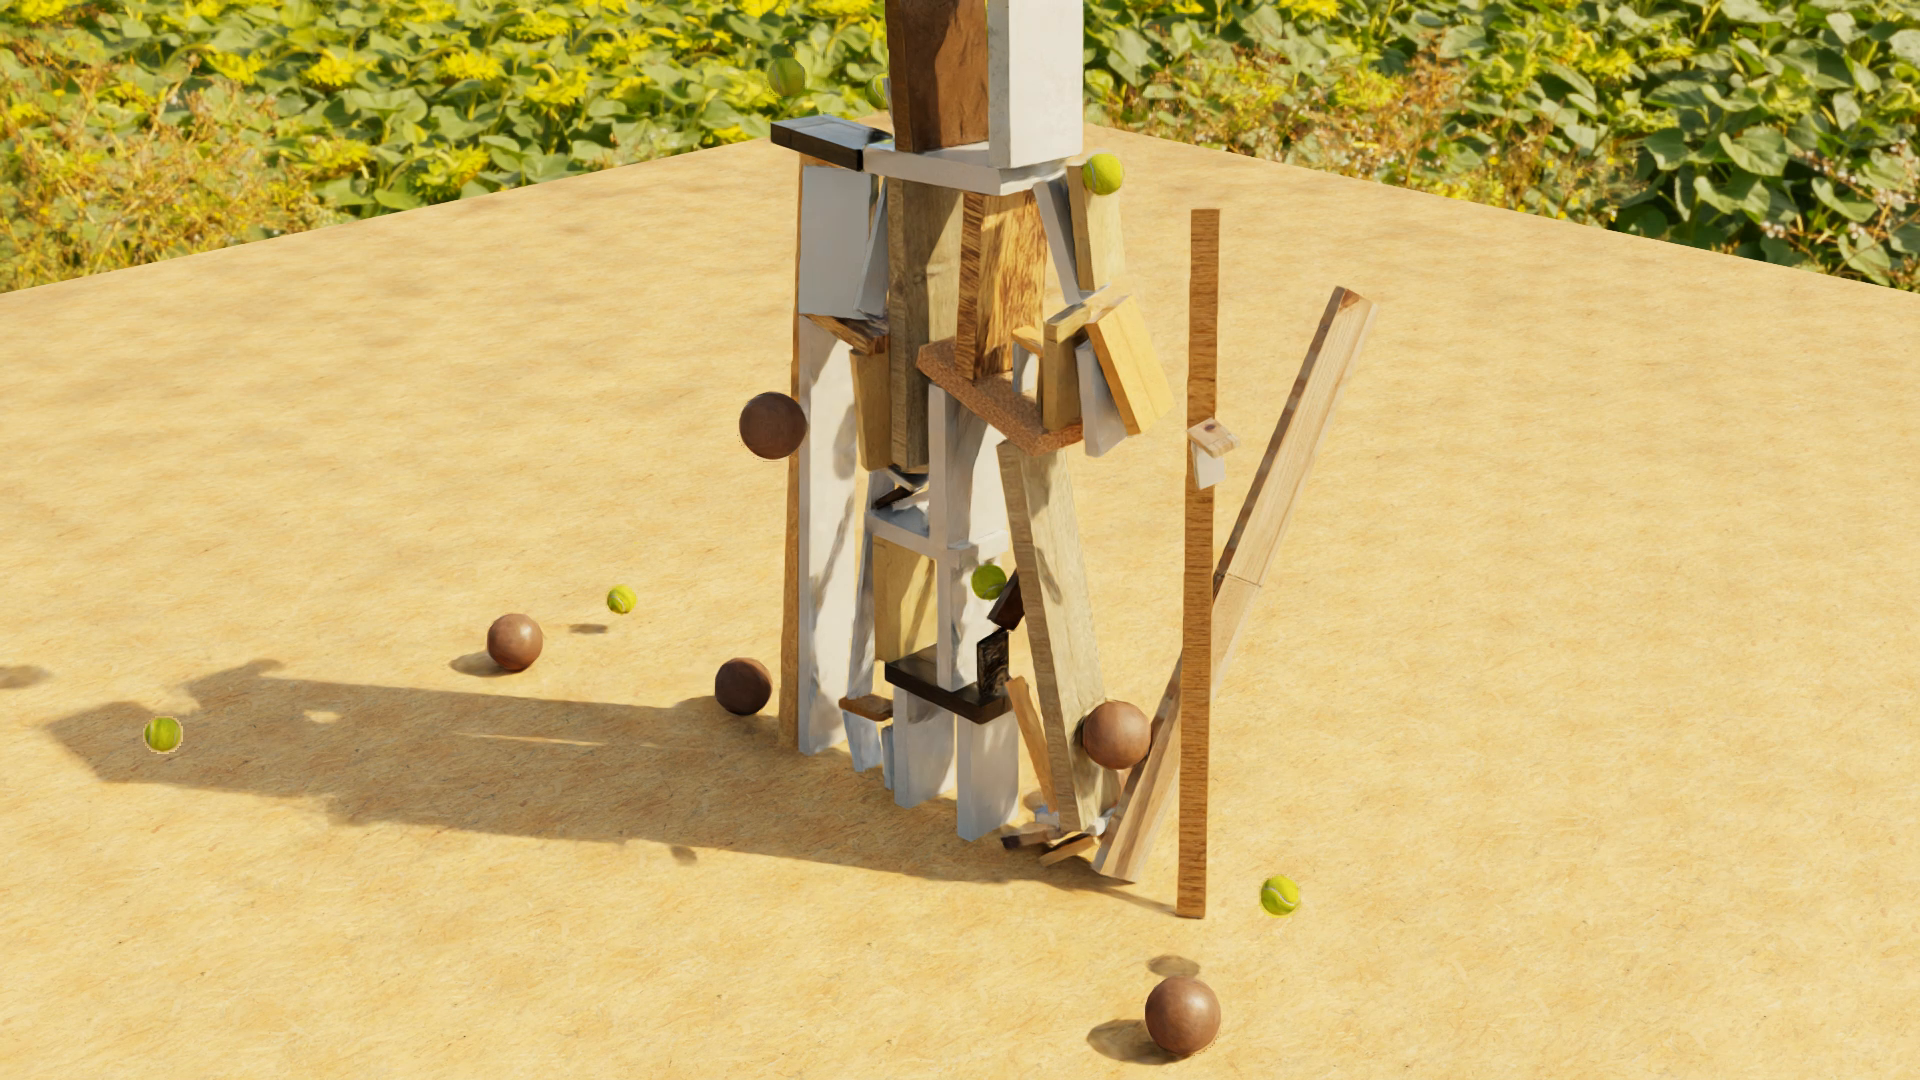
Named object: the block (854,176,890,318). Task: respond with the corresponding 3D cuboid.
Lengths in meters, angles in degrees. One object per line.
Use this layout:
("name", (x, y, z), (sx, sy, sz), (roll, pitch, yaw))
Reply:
("block", (-0.120, -0.646, 4.095), (0.057, 0.466, 0.016), (16, -4, -40))

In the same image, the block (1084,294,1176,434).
("block", (0.297, -0.305, 3.822), (0.031, 0.217, 0.108), (-2, 29, 46))

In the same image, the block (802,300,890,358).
("block", (-0.191, -0.426, 4.203), (0.122, 0.035, 0.245), (-23, 37, -28))

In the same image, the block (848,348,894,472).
("block", (-0.137, -0.260, 4.198), (0.122, 0.245, 0.035), (-16, 31, -18))

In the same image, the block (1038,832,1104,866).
("block", (0.229, 0.584, 4.239), (0.157, 0.022, 0.078), (-31, -3, 43))

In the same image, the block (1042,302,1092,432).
("block", (0.187, -0.304, 3.859), (0.029, 0.206, 0.103), (21, 38, 31))

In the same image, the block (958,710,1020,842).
("block", (0.056, 0.449, 4.355), (0.135, 0.271, 0.038), (-21, 31, -41))

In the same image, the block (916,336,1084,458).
("block", (0.086, -0.272, 4.007), (0.160, 0.045, 0.320), (-21, 48, -40))

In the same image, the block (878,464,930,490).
("block", (-0.116, -0.137, 4.267), (0.109, 0.015, 0.054), (36, 42, 28))

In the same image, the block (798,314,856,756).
("block", (-0.272, -0.005, 4.508), (0.122, 0.986, 0.035), (-22, 35, -39))

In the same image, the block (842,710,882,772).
("block", (-0.203, 0.413, 4.617), (0.067, 0.133, 0.019), (-20, 12, -39))

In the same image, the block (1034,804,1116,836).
("block", (0.227, 0.529, 4.223), (0.157, 0.022, 0.078), (6, 23, 43))

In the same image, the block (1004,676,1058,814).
("block", (0.146, 0.389, 4.205), (0.019, 0.263, 0.066), (-19, -1, 18))

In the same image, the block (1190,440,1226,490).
("block", (0.436, -0.142, 3.862), (0.052, 0.104, 0.015), (-22, 40, -12))

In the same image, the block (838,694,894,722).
("block", (-0.186, 0.345, 4.572), (0.067, 0.019, 0.133), (-19, 22, -37))

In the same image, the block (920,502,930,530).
("block", (-0.029, -0.080, 4.213), (0.064, 0.128, 0.018), (-21, 56, -40))

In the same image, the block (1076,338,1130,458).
("block", (0.253, -0.260, 3.862), (0.029, 0.206, 0.103), (15, 36, 35))

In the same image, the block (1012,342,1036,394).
("block", (0.116, -0.316, 3.955), (0.013, 0.094, 0.047), (23, 34, 39))

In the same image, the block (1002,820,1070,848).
("block", (0.162, 0.568, 4.300), (0.157, 0.022, 0.078), (-18, 5, 46))

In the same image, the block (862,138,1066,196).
("block", (0.006, -0.675, 3.927), (0.341, 0.048, 0.171), (18, 29, 41))

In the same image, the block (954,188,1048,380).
("block", (0.076, -0.471, 3.939), (0.171, 0.341, 0.048), (-21, 35, -40))

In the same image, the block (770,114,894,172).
("block", (-0.225, -0.758, 4.185), (0.138, 0.039, 0.275), (-17, 30, -37))

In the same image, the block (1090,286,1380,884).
("block", (0.520, 0.091, 4.156), (0.103, 1.188, 0.029), (20, 4, -39))

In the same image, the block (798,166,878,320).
("block", (-0.229, -0.559, 4.128), (0.138, 0.275, 0.039), (8, 14, 20))

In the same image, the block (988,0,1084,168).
("block", (0.129, -0.825, 3.737), (0.179, 0.358, 0.051), (-19, 27, -40))

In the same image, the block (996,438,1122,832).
("block", (0.188, 0.163, 4.090), (0.045, 0.758, 0.160), (1, 19, 33))

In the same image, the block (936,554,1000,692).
("block", (0.017, 0.149, 4.274), (0.135, 0.269, 0.038), (-21, 31, -40))

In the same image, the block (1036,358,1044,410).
("block", (0.159, -0.282, 3.922), (0.047, 0.095, 0.013), (-19, 32, -41))

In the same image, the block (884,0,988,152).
("block", (-0.039, -0.880, 3.894), (0.179, 0.358, 0.051), (-16, 22, -31))

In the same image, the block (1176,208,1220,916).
("block", (0.446, 0.039, 4.116), (0.052, 1.322, 0.015), (1, -2, 12))

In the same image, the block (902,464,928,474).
("block", (-0.048, -0.142, 4.211), (0.064, 0.018, 0.128), (-19, 14, -38))

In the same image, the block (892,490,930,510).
("block", (-0.067, -0.084, 4.277), (0.128, 0.018, 0.064), (-16, 0, 44))

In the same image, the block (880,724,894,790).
("block", (-0.129, 0.442, 4.547), (0.067, 0.133, 0.019), (-21, 27, -40))

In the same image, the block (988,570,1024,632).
("block", (0.109, 0.104, 4.149), (0.019, 0.132, 0.066), (33, 4, 43))

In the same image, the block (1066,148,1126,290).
("block", (0.232, -0.545, 3.741), (0.031, 0.217, 0.108), (8, 28, 33))

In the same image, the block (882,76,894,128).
("block", (-0.103, -0.792, 4.006), (0.057, 0.114, 0.016), (-24, 18, -33))

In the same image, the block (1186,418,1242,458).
("block", (0.436, -0.176, 3.792), (0.052, 0.015, 0.104), (-27, 31, -9))

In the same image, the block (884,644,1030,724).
("block", (-0.008, 0.282, 4.353), (0.135, 0.038, 0.271), (-21, 31, -40))

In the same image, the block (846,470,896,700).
("block", (-0.180, 0.084, 4.452), (0.054, 0.573, 0.015), (-17, 39, -33))

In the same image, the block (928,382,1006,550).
("block", (0.015, -0.156, 4.138), (0.160, 0.320, 0.045), (-21, 30, -40))

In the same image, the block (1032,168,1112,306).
("block", (0.193, -0.524, 3.776), (0.031, 0.217, 0.108), (-6, 18, 37))

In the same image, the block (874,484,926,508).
("block", (-0.117, -0.090, 4.298), (0.054, 0.015, 0.109), (-17, -6, -35))

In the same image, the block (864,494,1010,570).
("block", (-0.047, -0.017, 4.272), (0.135, 0.038, 0.269), (-21, 31, -40))

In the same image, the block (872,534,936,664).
("block", (-0.110, 0.099, 4.391), (0.135, 0.269, 0.038), (-21, 31, -40))

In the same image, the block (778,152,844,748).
("block", (-0.298, -0.169, 4.499), (0.039, 1.296, 0.138), (16, 27, 24))

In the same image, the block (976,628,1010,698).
("block", (0.064, 0.236, 4.228), (0.066, 0.132, 0.019), (-31, 48, -29))

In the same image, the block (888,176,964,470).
("block", (-0.048, -0.419, 4.119), (0.171, 0.561, 0.048), (-17, 29, -33))

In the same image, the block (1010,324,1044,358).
("block", (0.139, -0.350, 3.915), (0.095, 0.013, 0.047), (35, 41, 30))

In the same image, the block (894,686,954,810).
("block", (-0.072, 0.400, 4.472), (0.135, 0.271, 0.038), (-21, 31, -41))
